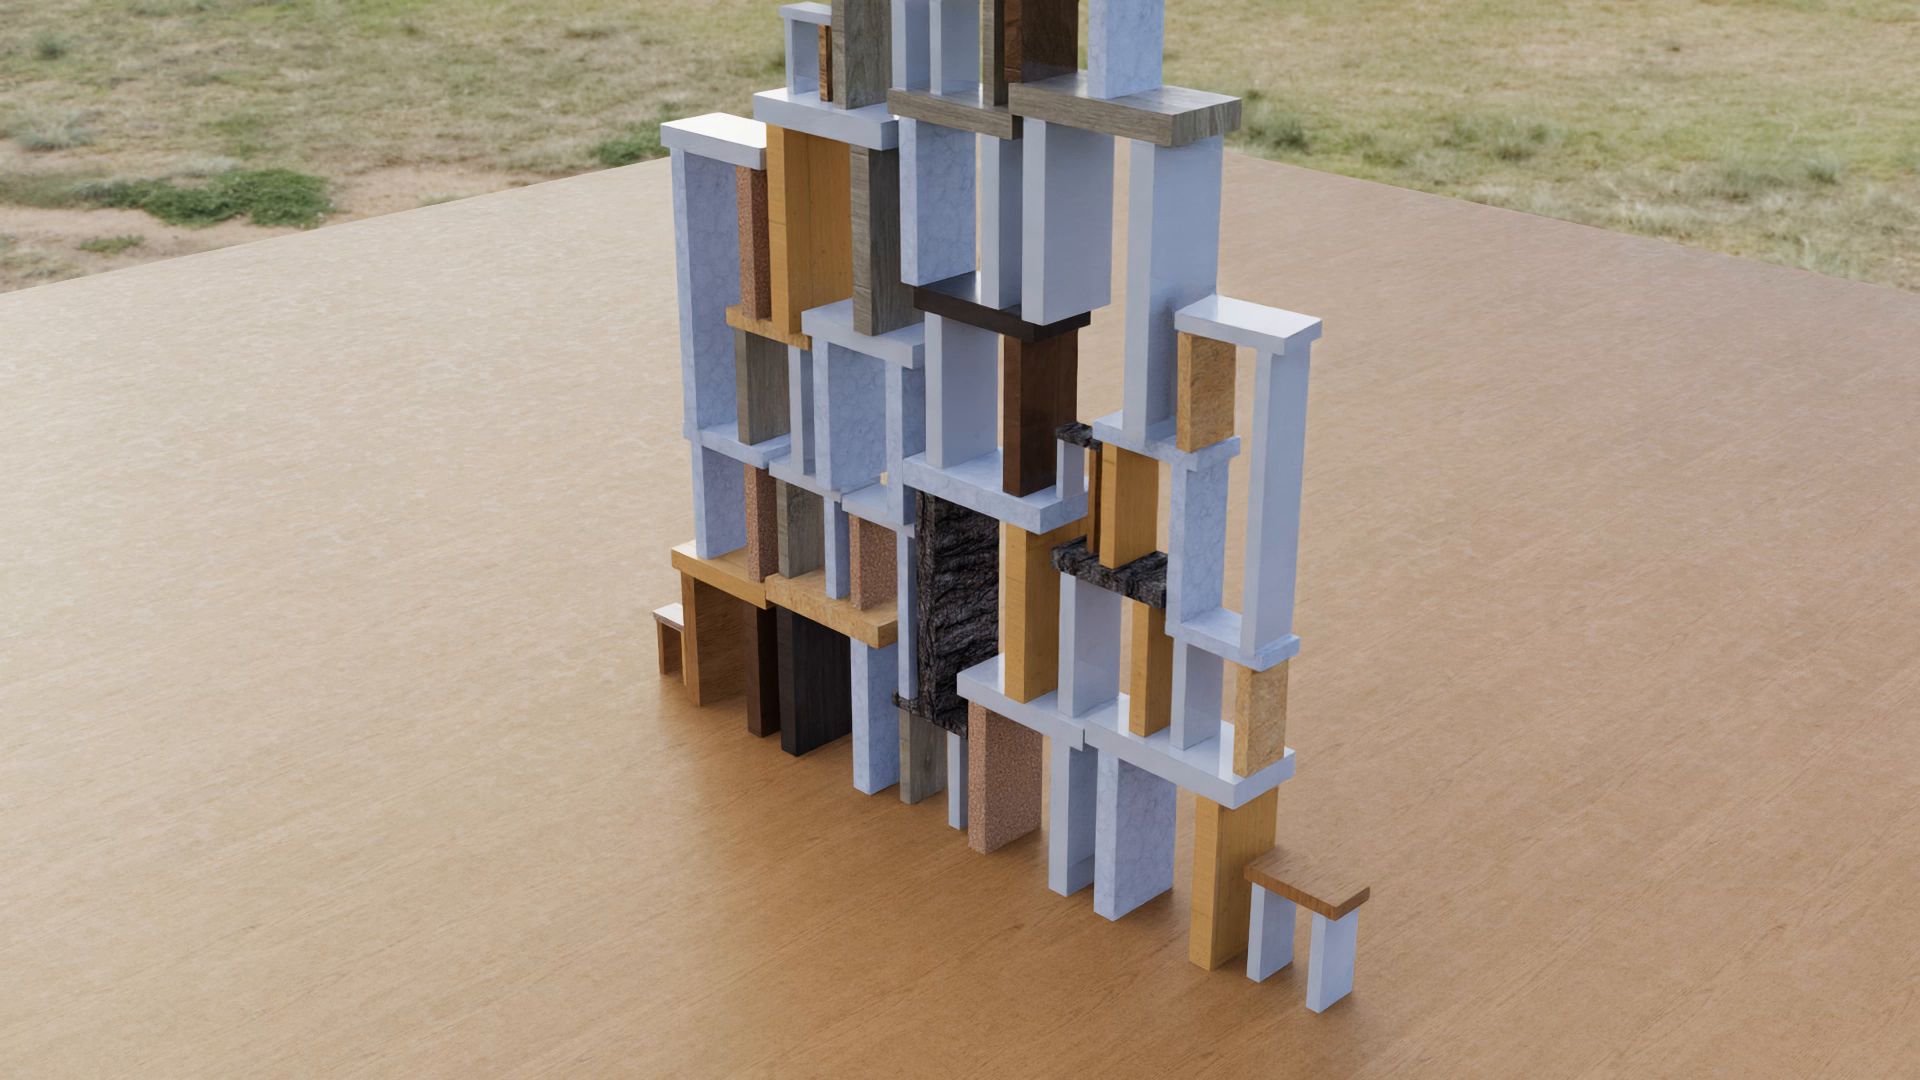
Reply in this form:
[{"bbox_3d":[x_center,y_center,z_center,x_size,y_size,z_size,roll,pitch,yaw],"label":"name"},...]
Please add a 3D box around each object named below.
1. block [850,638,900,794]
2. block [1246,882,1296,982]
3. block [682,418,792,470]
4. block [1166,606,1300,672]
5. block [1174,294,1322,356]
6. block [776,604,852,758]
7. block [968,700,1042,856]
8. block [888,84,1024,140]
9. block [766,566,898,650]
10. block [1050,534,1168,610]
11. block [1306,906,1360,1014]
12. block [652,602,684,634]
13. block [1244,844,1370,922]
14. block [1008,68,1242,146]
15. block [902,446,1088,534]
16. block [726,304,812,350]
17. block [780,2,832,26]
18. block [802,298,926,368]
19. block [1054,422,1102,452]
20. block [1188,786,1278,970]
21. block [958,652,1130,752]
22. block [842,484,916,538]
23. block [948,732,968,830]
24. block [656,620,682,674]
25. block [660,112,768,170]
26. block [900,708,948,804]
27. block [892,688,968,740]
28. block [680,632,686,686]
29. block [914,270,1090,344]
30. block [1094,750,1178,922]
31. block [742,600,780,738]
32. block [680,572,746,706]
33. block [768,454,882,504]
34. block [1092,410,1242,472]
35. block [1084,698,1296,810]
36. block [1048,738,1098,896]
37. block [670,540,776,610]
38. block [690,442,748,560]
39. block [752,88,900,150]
[{"bbox_3d":[-0.142,0.336,4.528,0.049,0.344,0.172,21,31,41],"label":"block"},{"bbox_3d":[0.556,0.679,3.909,0.028,0.196,0.098,21,31,41],"label":"block"},{"bbox_3d":[-0.449,-0.216,4.623,0.264,0.037,0.132,21,31,41],"label":"block"},{"bbox_3d":[0.468,0.165,3.787,0.105,0.030,0.211,-21,31,-40],"label":"block"},{"bbox_3d":[0.464,-0.348,3.545,0.212,0.030,0.106,19,33,38],"label":"block"},{"bbox_3d":[-0.304,0.273,4.677,0.049,0.344,0.172,21,31,41],"label":"block"},{"bbox_3d":[0.090,0.439,4.311,0.046,0.324,0.162,21,31,41],"label":"block"},{"bbox_3d":[0.033,-0.760,3.864,0.305,0.043,0.153,21,31,40],"label":"block"},{"bbox_3d":[-0.223,0.124,4.526,0.344,0.049,0.172,21,31,41],"label":"block"},{"bbox_3d":[0.301,0.051,3.923,0.259,0.037,0.130,21,31,40],"label":"block"},{"bbox_3d":[0.648,0.715,3.824,0.028,0.196,0.098,21,31,41],"label":"block"},{"bbox_3d":[-0.628,0.179,4.976,0.132,0.019,0.066,21,31,41],"label":"block"},{"bbox_3d":[0.602,0.594,3.823,0.196,0.028,0.098,21,31,41],"label":"block"},{"bbox_3d":[0.269,-0.715,3.625,0.354,0.050,0.177,21,31,40],"label":"block"},{"bbox_3d":[0.080,-0.105,4.095,0.353,0.050,0.176,21,31,40],"label":"block"},{"bbox_3d":[-0.342,-0.438,4.417,0.248,0.035,0.124,21,31,40],"label":"block"},{"bbox_3d":[-0.263,-0.979,4.088,0.141,0.020,0.071,21,31,40],"label":"block"},{"bbox_3d":[-0.143,-0.400,4.212,0.155,0.044,0.310,-21,31,-41],"label":"block"},{"bbox_3d":[0.226,-0.184,3.904,0.113,0.016,0.057,21,31,40],"label":"block"},{"bbox_3d":[0.491,0.584,3.944,0.049,0.345,0.172,21,31,41],"label":"block"},{"bbox_3d":[0.166,0.299,4.168,0.324,0.046,0.162,21,31,41],"label":"block"},{"bbox_3d":[-0.125,-0.059,4.329,0.206,0.029,0.103,21,31,40],"label":"block"},{"bbox_3d":[0.026,0.463,4.397,0.030,0.212,0.106,21,31,41],"label":"block"},{"bbox_3d":[-0.659,0.236,5.034,0.019,0.132,0.066,21,31,41],"label":"block"},{"bbox_3d":[-0.439,-0.794,4.371,0.307,0.043,0.153,21,31,40],"label":"block"},{"bbox_3d":[-0.074,0.424,4.489,0.030,0.212,0.106,21,31,41],"label":"block"},{"bbox_3d":[-0.024,0.332,4.395,0.212,0.030,0.106,21,31,41],"label":"block"},{"bbox_3d":[-0.597,0.261,4.977,0.019,0.132,0.066,21,31,41],"label":"block"},{"bbox_3d":[0.074,-0.424,3.962,0.299,0.042,0.149,21,31,40],"label":"block"},{"bbox_3d":[0.329,0.520,4.094,0.049,0.345,0.172,21,31,41],"label":"block"},{"bbox_3d":[-0.389,0.255,4.754,0.045,0.316,0.158,21,31,41],"label":"block"},{"bbox_3d":[-0.538,0.197,4.891,0.045,0.316,0.158,21,31,41],"label":"block"},{"bbox_3d":[-0.275,-0.133,4.469,0.219,0.031,0.109,21,31,41],"label":"block"},{"bbox_3d":[0.354,-0.176,3.774,0.232,0.033,0.116,21,31,40],"label":"block"},{"bbox_3d":[0.410,0.371,3.942,0.172,0.049,0.345,-21,31,-41],"label":"block"},{"bbox_3d":[0.242,0.499,4.170,0.046,0.324,0.162,21,31,41],"label":"block"},{"bbox_3d":[-0.463,0.060,4.752,0.316,0.045,0.158,21,31,41],"label":"block"},{"bbox_3d":[-0.511,-0.101,4.739,0.037,0.264,0.132,21,31,41],"label":"block"},{"bbox_3d":[-0.203,-0.795,4.109,0.178,0.050,0.356,-21,31,-40],"label":"block"}]
